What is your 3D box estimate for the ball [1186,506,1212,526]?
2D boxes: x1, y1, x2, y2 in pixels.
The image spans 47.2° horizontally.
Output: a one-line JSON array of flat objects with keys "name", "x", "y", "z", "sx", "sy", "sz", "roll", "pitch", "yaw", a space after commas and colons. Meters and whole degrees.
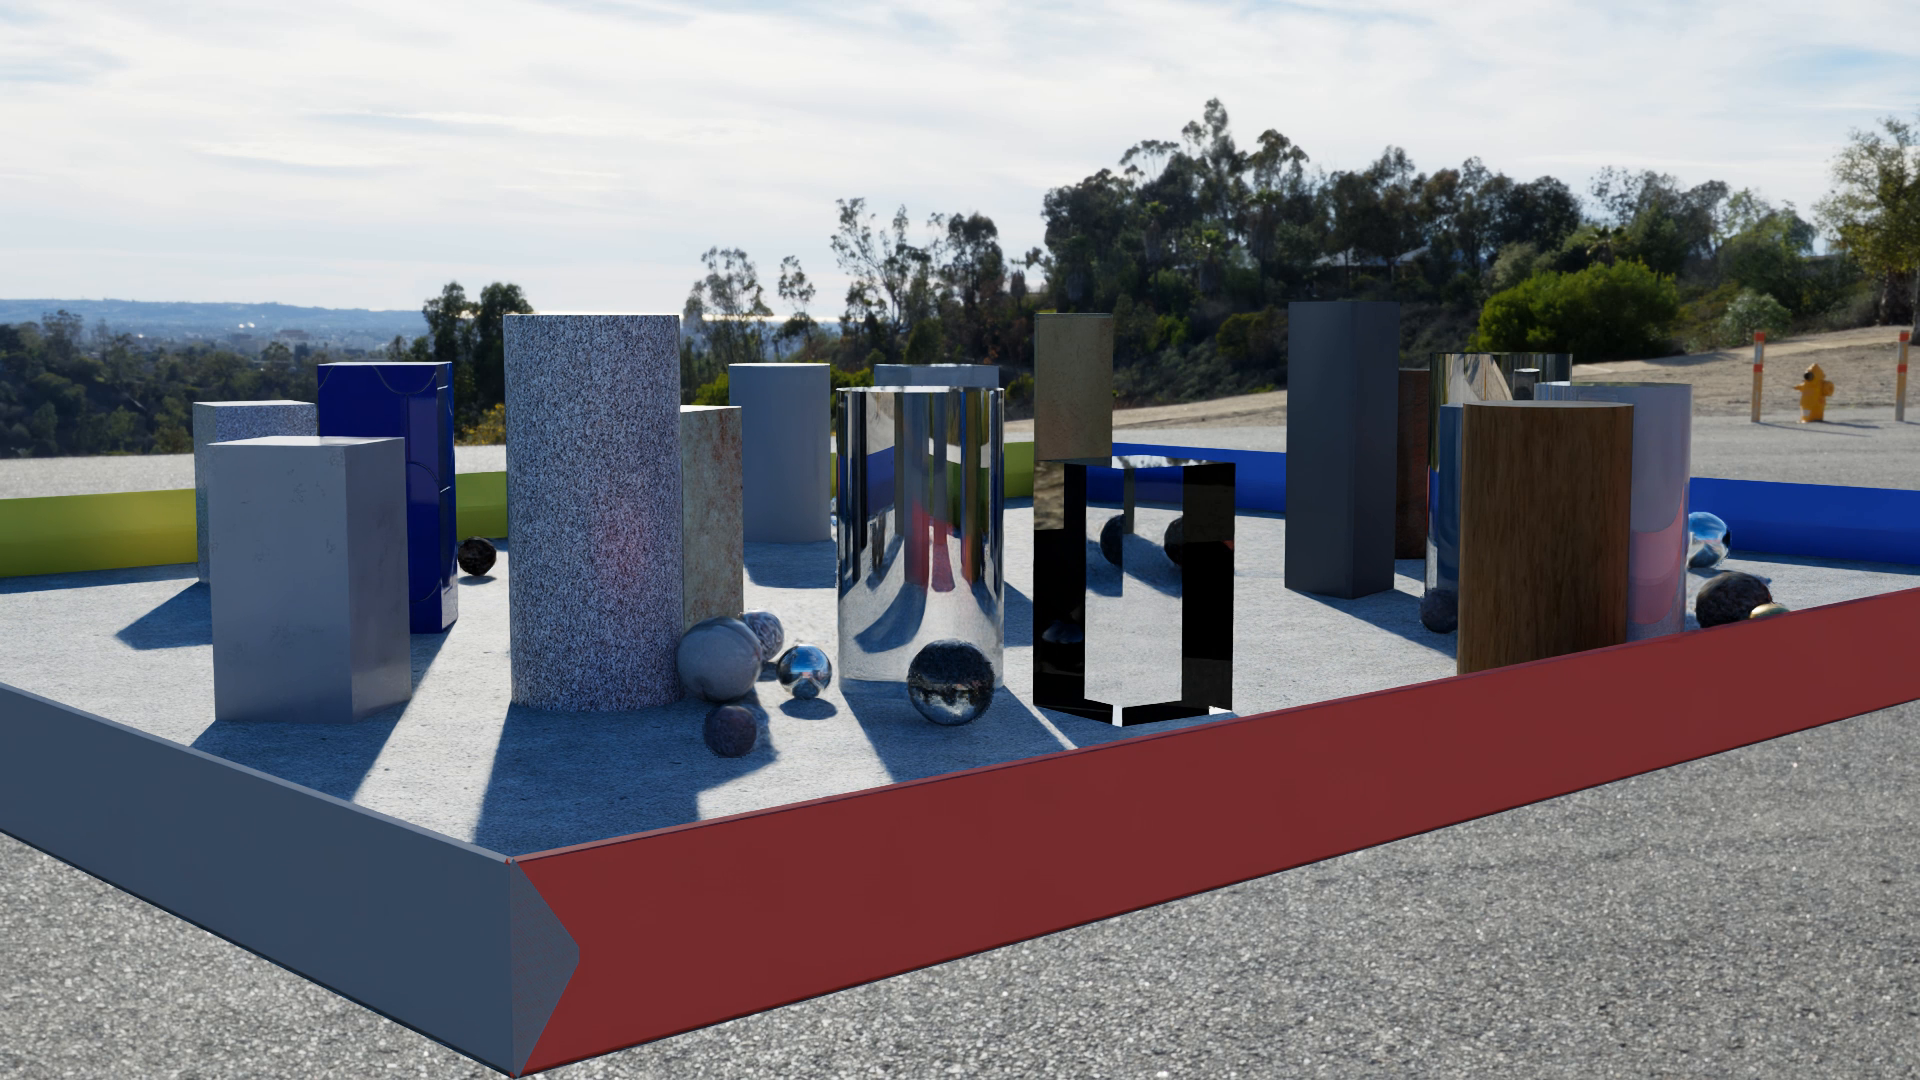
[{"name": "ball", "x": 0.481, "y": -0.041, "z": 4.416, "sx": 0.054, "sy": 0.054, "sz": 0.054, "roll": 0, "pitch": 6, "yaw": 0}]

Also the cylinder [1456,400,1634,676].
[{"name": "cylinder", "x": 0.707, "y": 0.002, "z": 2.661, "sx": 0.199, "sy": 0.333, "sz": 0.199, "roll": 0, "pitch": 6, "yaw": 0}]

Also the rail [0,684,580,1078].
[{"name": "rail", "x": -1.155, "y": 0.144, "z": 2.271, "sx": 0.045, "sy": 0.129, "sz": 2.695, "roll": -5, "pitch": 8, "yaw": -42}]

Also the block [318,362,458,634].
[{"name": "block", "x": -0.803, "y": -0.063, "z": 3.098, "sx": 0.159, "sy": 0.371, "sz": 0.159, "roll": -1, "pitch": 6, "yaw": -5}]

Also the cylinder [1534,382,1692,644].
[{"name": "cylinder", "x": 0.848, "y": -0.029, "z": 2.875, "sx": 0.199, "sy": 0.350, "sz": 0.199, "roll": 0, "pitch": 6, "yaw": 0}]

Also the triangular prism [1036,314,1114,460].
[{"name": "triangular prism", "x": 0.201, "y": -0.240, "z": 4.474, "sx": 0.172, "sy": 0.439, "sz": 0.149, "roll": -3, "pitch": 6, "yaw": -23}]

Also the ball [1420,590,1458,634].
[{"name": "ball", "x": 0.666, "y": 0.099, "z": 3.040, "sx": 0.061, "sy": 0.061, "sz": 0.061, "roll": 0, "pitch": 6, "yaw": 0}]

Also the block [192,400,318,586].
[{"name": "block", "x": -1.150, "y": -0.076, "z": 3.597, "sx": 0.159, "sy": 0.295, "sz": 0.159, "roll": -4, "pitch": 7, "yaw": -32}]

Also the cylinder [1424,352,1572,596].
[{"name": "cylinder", "x": 0.772, "y": -0.076, "z": 3.159, "sx": 0.199, "sy": 0.384, "sz": 0.199, "roll": 0, "pitch": 6, "yaw": 0}]

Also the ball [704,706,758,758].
[{"name": "ball", "x": -0.229, "y": 0.191, "z": 2.199, "sx": 0.052, "sy": 0.052, "sz": 0.052, "roll": 0, "pitch": 6, "yaw": 0}]

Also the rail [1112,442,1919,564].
[{"name": "rail", "x": 1.155, "y": -0.077, "z": 4.392, "sx": 0.045, "sy": 0.129, "sz": 2.695, "roll": -5, "pitch": 8, "yaw": -42}]

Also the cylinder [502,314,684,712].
[{"name": "cylinder", "x": -0.419, "y": -0.038, "z": 2.525, "sx": 0.199, "sy": 0.440, "sz": 0.199, "roll": 0, "pitch": 6, "yaw": 0}]

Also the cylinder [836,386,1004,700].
[{"name": "cylinder", "x": -0.047, "y": -0.002, "z": 2.606, "sx": 0.199, "sy": 0.353, "sz": 0.199, "roll": 0, "pitch": 6, "yaw": 0}]

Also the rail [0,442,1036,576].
[{"name": "rail", "x": -0.898, "y": -0.067, "z": 4.299, "sx": 3.192, "sy": 0.129, "sz": 0.045, "roll": -5, "pitch": 8, "yaw": -42}]

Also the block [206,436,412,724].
[{"name": "block", "x": -0.722, "y": 0.040, "z": 2.450, "sx": 0.159, "sy": 0.301, "sz": 0.159, "roll": 1, "pitch": 6, "yaw": 9}]

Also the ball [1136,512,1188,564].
[{"name": "ball", "x": 0.358, "y": -0.004, "z": 3.868, "sx": 0.094, "sy": 0.094, "sz": 0.094, "roll": 0, "pitch": 6, "yaw": 0}]

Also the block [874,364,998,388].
[{"name": "block", "x": -0.041, "y": -0.119, "z": 3.723, "sx": 0.159, "sy": 0.353, "sz": 0.159, "roll": -3, "pitch": 7, "yaw": -25}]

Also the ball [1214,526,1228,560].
[{"name": "ball", "x": 0.438, "y": 0.008, "z": 3.876, "sx": 0.068, "sy": 0.068, "sz": 0.068, "roll": 0, "pitch": 6, "yaw": 0}]

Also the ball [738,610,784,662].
[{"name": "ball", "x": -0.256, "y": 0.122, "z": 2.788, "sx": 0.068, "sy": 0.068, "sz": 0.068, "roll": 0, "pitch": 6, "yaw": 0}]

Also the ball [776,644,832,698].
[{"name": "ball", "x": -0.179, "y": 0.151, "z": 2.530, "sx": 0.064, "sy": 0.064, "sz": 0.064, "roll": 0, "pitch": 6, "yaw": 0}]

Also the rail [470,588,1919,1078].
[{"name": "rail", "x": 0.898, "y": 0.134, "z": 2.364, "sx": 3.192, "sy": 0.129, "sz": 0.045, "roll": -5, "pitch": 8, "yaw": -42}]

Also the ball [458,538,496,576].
[{"name": "ball", "x": -0.815, "y": 0.027, "z": 3.711, "sx": 0.065, "sy": 0.065, "sz": 0.065, "roll": 0, "pitch": 6, "yaw": 0}]

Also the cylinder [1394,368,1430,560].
[{"name": "cylinder", "x": 0.796, "y": -0.144, "z": 4.033, "sx": 0.199, "sy": 0.339, "sz": 0.199, "roll": 0, "pitch": 6, "yaw": 0}]

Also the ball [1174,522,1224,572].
[{"name": "ball", "x": 0.410, "y": 0.011, "z": 3.774, "sx": 0.084, "sy": 0.084, "sz": 0.084, "roll": 0, "pitch": 6, "yaw": 0}]

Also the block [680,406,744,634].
[{"name": "block", "x": -0.383, "y": -0.006, "z": 2.792, "sx": 0.159, "sy": 0.322, "sz": 0.159, "roll": 2, "pitch": 6, "yaw": 21}]

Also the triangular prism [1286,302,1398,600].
[{"name": "triangular prism", "x": 0.588, "y": -0.148, "z": 3.490, "sx": 0.149, "sy": 0.459, "sz": 0.172, "roll": 4, "pitch": 7, "yaw": 34}]

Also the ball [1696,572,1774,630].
[{"name": "ball", "x": 1.032, "y": 0.091, "z": 2.930, "sx": 0.099, "sy": 0.099, "sz": 0.099, "roll": 0, "pitch": 6, "yaw": 0}]

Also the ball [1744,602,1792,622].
[{"name": "ball", "x": 1.049, "y": 0.116, "z": 2.842, "sx": 0.069, "sy": 0.069, "sz": 0.069, "roll": 0, "pitch": 6, "yaw": 0}]

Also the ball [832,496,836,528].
[{"name": "ball", "x": -0.229, "y": -0.058, "z": 4.457, "sx": 0.080, "sy": 0.080, "sz": 0.080, "roll": 0, "pitch": 6, "yaw": 0}]

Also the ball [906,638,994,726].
[{"name": "ball", "x": -0.010, "y": 0.153, "z": 2.364, "sx": 0.095, "sy": 0.095, "sz": 0.095, "roll": 0, "pitch": 6, "yaw": 0}]

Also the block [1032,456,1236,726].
[{"name": "block", "x": 0.193, "y": 0.051, "z": 2.457, "sx": 0.159, "sy": 0.278, "sz": 0.159, "roll": -4, "pitch": 7, "yaw": -35}]

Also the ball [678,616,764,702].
[{"name": "ball", "x": -0.273, "y": 0.136, "z": 2.511, "sx": 0.098, "sy": 0.098, "sz": 0.098, "roll": 0, "pitch": 6, "yaw": 0}]

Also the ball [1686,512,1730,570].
[{"name": "ball", "x": 1.280, "y": 0.001, "z": 3.802, "sx": 0.099, "sy": 0.099, "sz": 0.099, "roll": 0, "pitch": 6, "yaw": 0}]

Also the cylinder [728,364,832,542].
[{"name": "cylinder", "x": -0.353, "y": -0.174, "z": 4.317, "sx": 0.199, "sy": 0.340, "sz": 0.199, "roll": 0, "pitch": 6, "yaw": 0}]
